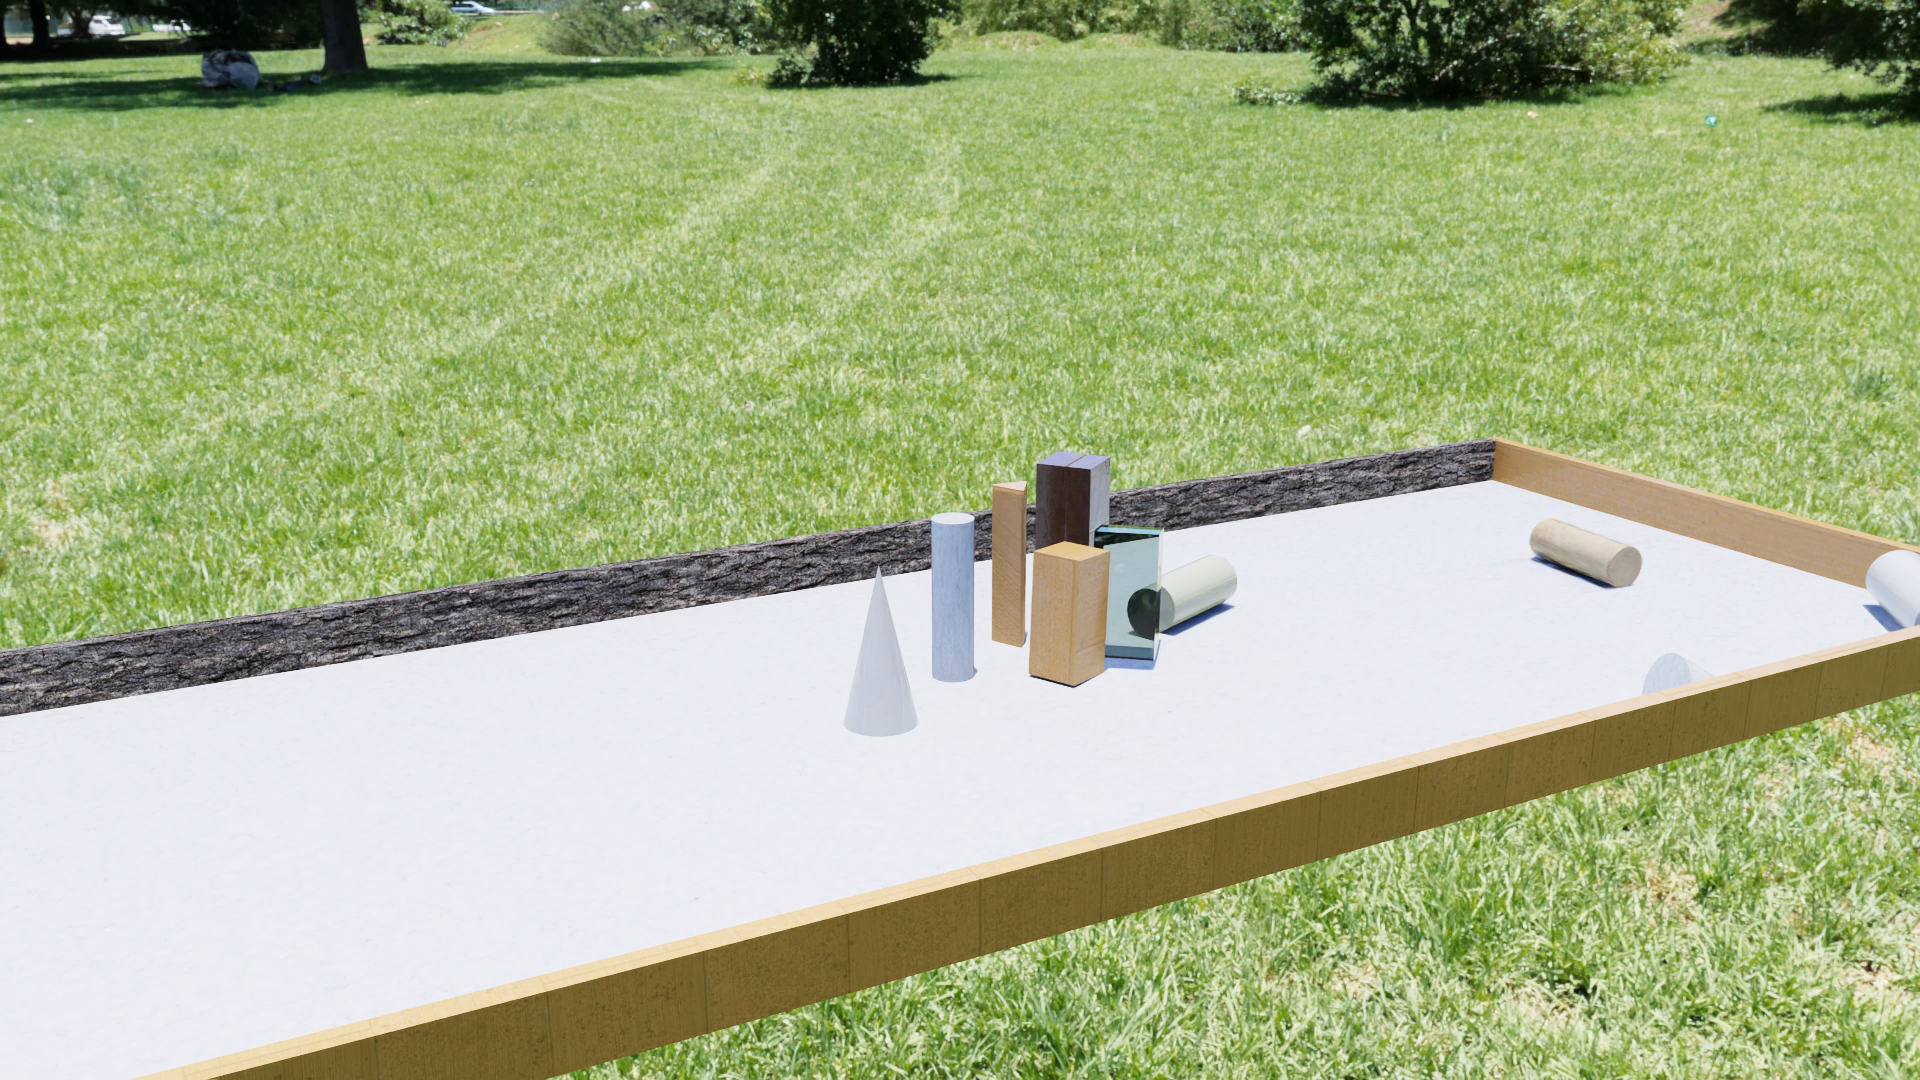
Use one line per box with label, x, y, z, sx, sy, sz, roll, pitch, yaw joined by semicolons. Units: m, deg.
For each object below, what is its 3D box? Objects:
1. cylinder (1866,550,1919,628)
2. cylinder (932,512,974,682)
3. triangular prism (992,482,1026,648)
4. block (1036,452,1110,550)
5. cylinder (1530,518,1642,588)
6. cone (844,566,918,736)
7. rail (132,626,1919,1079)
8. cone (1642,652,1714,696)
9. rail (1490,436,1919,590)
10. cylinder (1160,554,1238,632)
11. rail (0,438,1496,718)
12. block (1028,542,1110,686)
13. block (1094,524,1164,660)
cylinder;2.621;0.166;4.488;0.170;0.170;0.410;3;17;11
cylinder;-0.018;0.145;4.129;0.107;0.414;0.107;0;16;0
triangular prism;0.149;0.061;4.381;0.098;0.432;0.085;12;20;36
block;0.311;-0.003;4.567;0.156;0.449;0.156;7;18;24
cylinder;1.896;0.036;5.009;0.126;0.126;0.338;-7;18;-22
cone;-0.187;0.243;3.839;0.179;0.389;0.179;0;16;0
rail;-2.336;1.006;1.665;12.000;0.150;0.050;-9;18;-27
cone;1.800;0.386;3.890;0.311;0.177;0.177;14;14;-11
rail;2.466;-0.048;5.253;0.050;0.150;2.100;-9;18;-27
cylinder;0.629;0.146;4.607;0.142;0.142;0.328;13;21;38
rail;-3.305;0.497;3.399;12.000;0.150;0.050;-9;18;-27
block;0.275;0.183;4.151;0.138;0.321;0.138;12;17;36
block;0.433;0.134;4.283;0.165;0.325;0.165;3;7;10
